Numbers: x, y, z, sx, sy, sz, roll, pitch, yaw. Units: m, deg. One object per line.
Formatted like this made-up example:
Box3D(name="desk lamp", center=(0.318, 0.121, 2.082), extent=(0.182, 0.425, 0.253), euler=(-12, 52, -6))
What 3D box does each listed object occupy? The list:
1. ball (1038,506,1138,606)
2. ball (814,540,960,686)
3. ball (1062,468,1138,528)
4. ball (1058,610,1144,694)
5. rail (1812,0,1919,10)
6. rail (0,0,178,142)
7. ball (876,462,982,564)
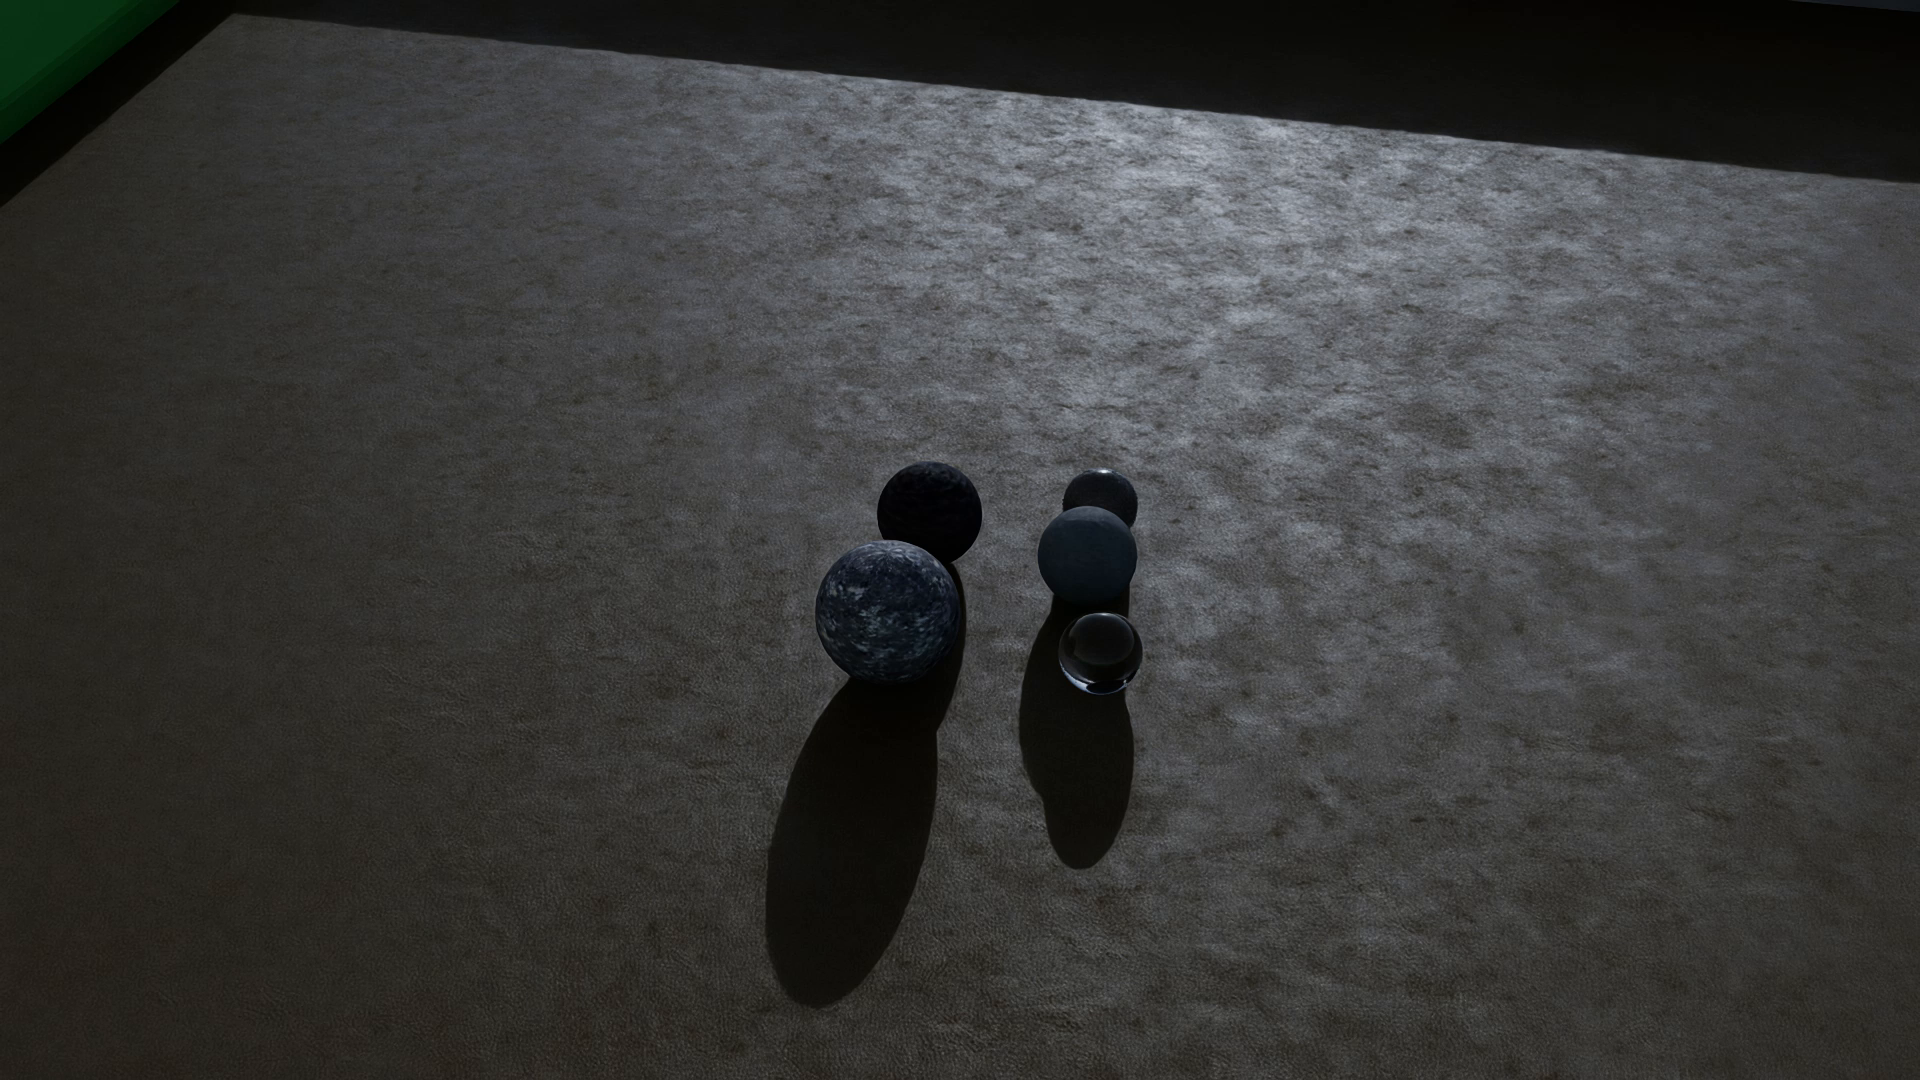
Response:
Box3D(name="ball", center=(0.091, 0.011, 1.825), extent=(0.071, 0.071, 0.071), euler=(0, 35, 0))
Box3D(name="ball", center=(-0.049, 0.049, 1.745), extent=(0.099, 0.099, 0.099), euler=(0, 35, 0))
Box3D(name="ball", center=(0.103, -0.025, 1.893), extent=(0.056, 0.056, 0.056), euler=(0, 35, 0))
Box3D(name="ball", center=(0.095, 0.076, 1.743), extent=(0.058, 0.058, 0.058), euler=(0, 35, 0))
Box3D(name="rail", center=(1.322, -0.559, 2.602), extent=(4.256, 0.129, 0.045), euler=(8, 35, 11))
Box3D(name="rail", center=(-1.011, -0.163, 2.025), extent=(0.045, 0.129, 2.503), euler=(8, 35, 11))
Box3D(name="ball", center=(-0.022, -0.019, 1.864), extent=(0.077, 0.077, 0.077), euler=(0, 35, 0))
